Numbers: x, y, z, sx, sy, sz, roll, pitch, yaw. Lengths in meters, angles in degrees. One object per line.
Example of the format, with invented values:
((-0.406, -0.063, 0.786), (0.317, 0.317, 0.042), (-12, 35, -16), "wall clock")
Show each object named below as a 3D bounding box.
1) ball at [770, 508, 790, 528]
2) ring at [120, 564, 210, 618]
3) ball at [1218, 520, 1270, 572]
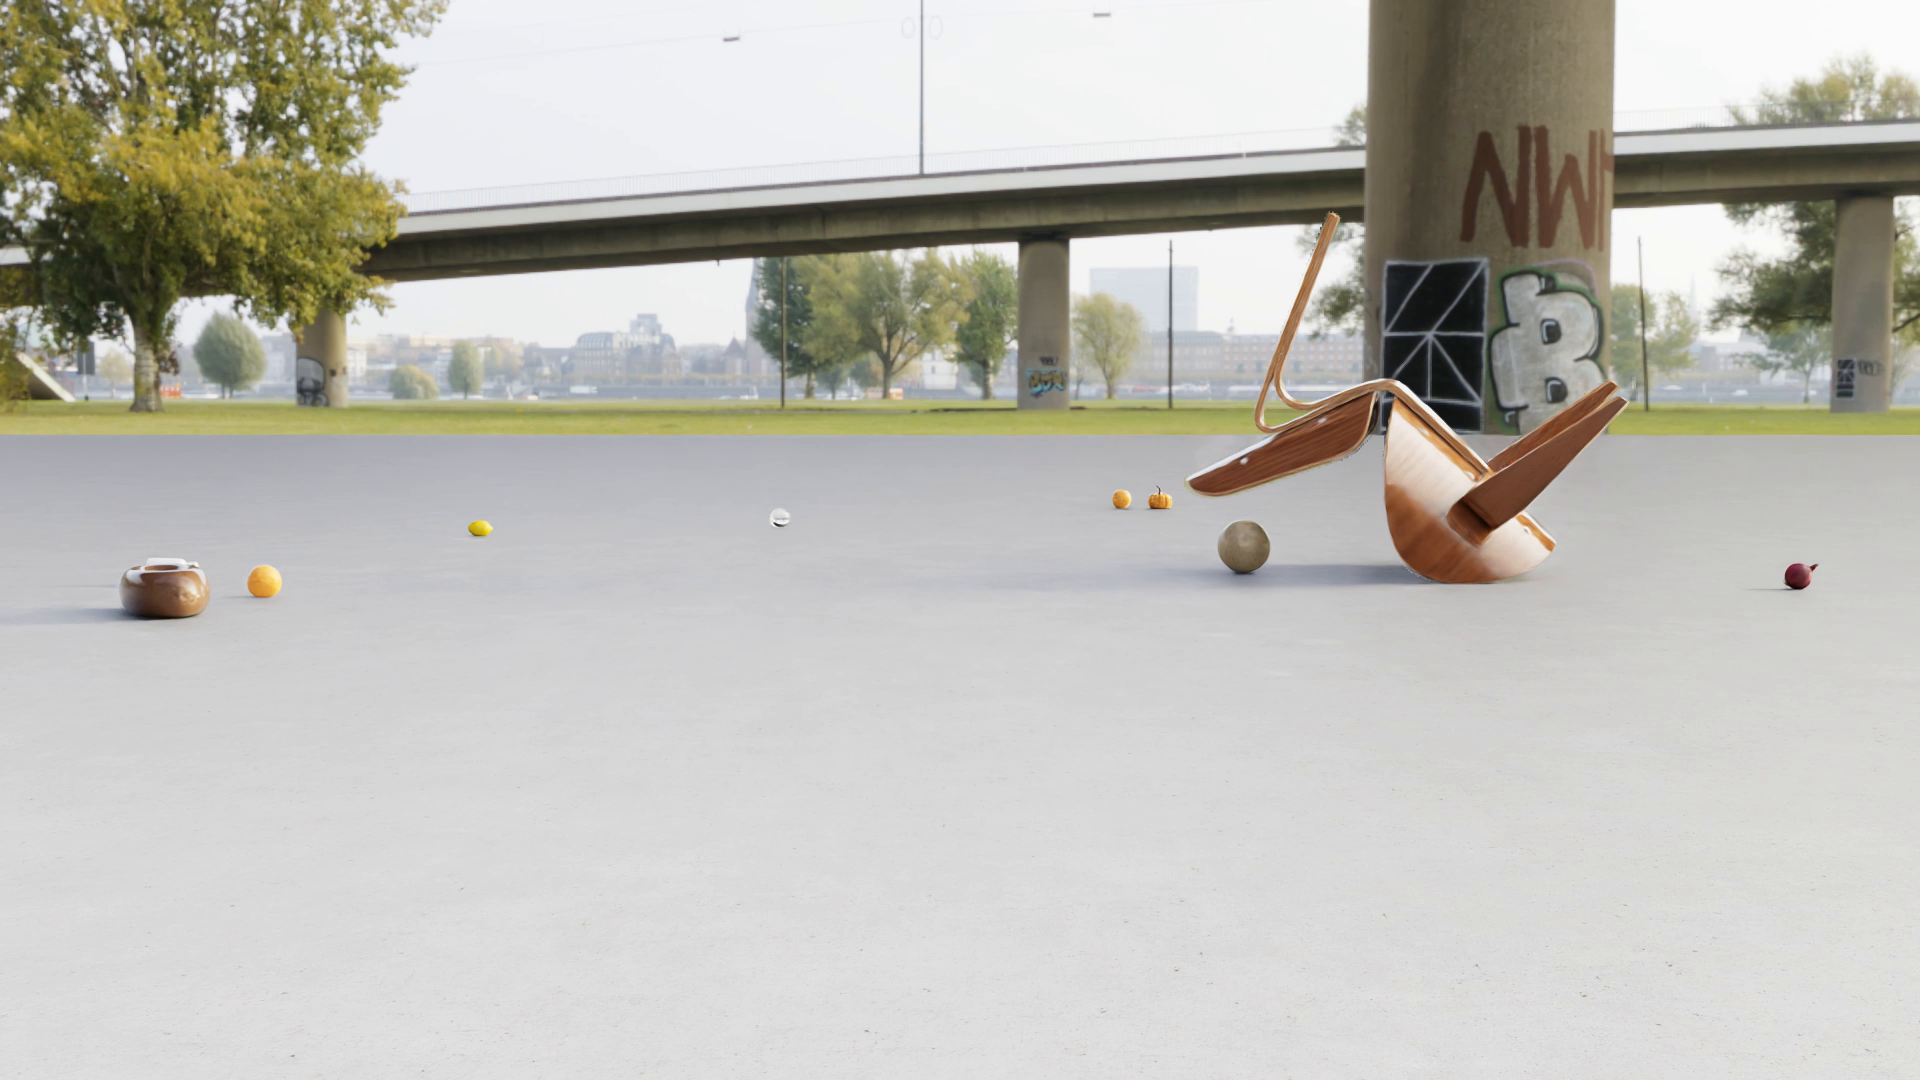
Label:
((-0.581, -0.070, 7.103), (0.064, 0.064, 0.064), (0, 4, 0), "ball")
((-1.593, 0.101, 4.405), (0.166, 0.094, 0.311), (-4, 5, -30), "ring")
((0.694, 0.015, 5.377), (0.131, 0.131, 0.131), (0, 4, 0), "ball")
